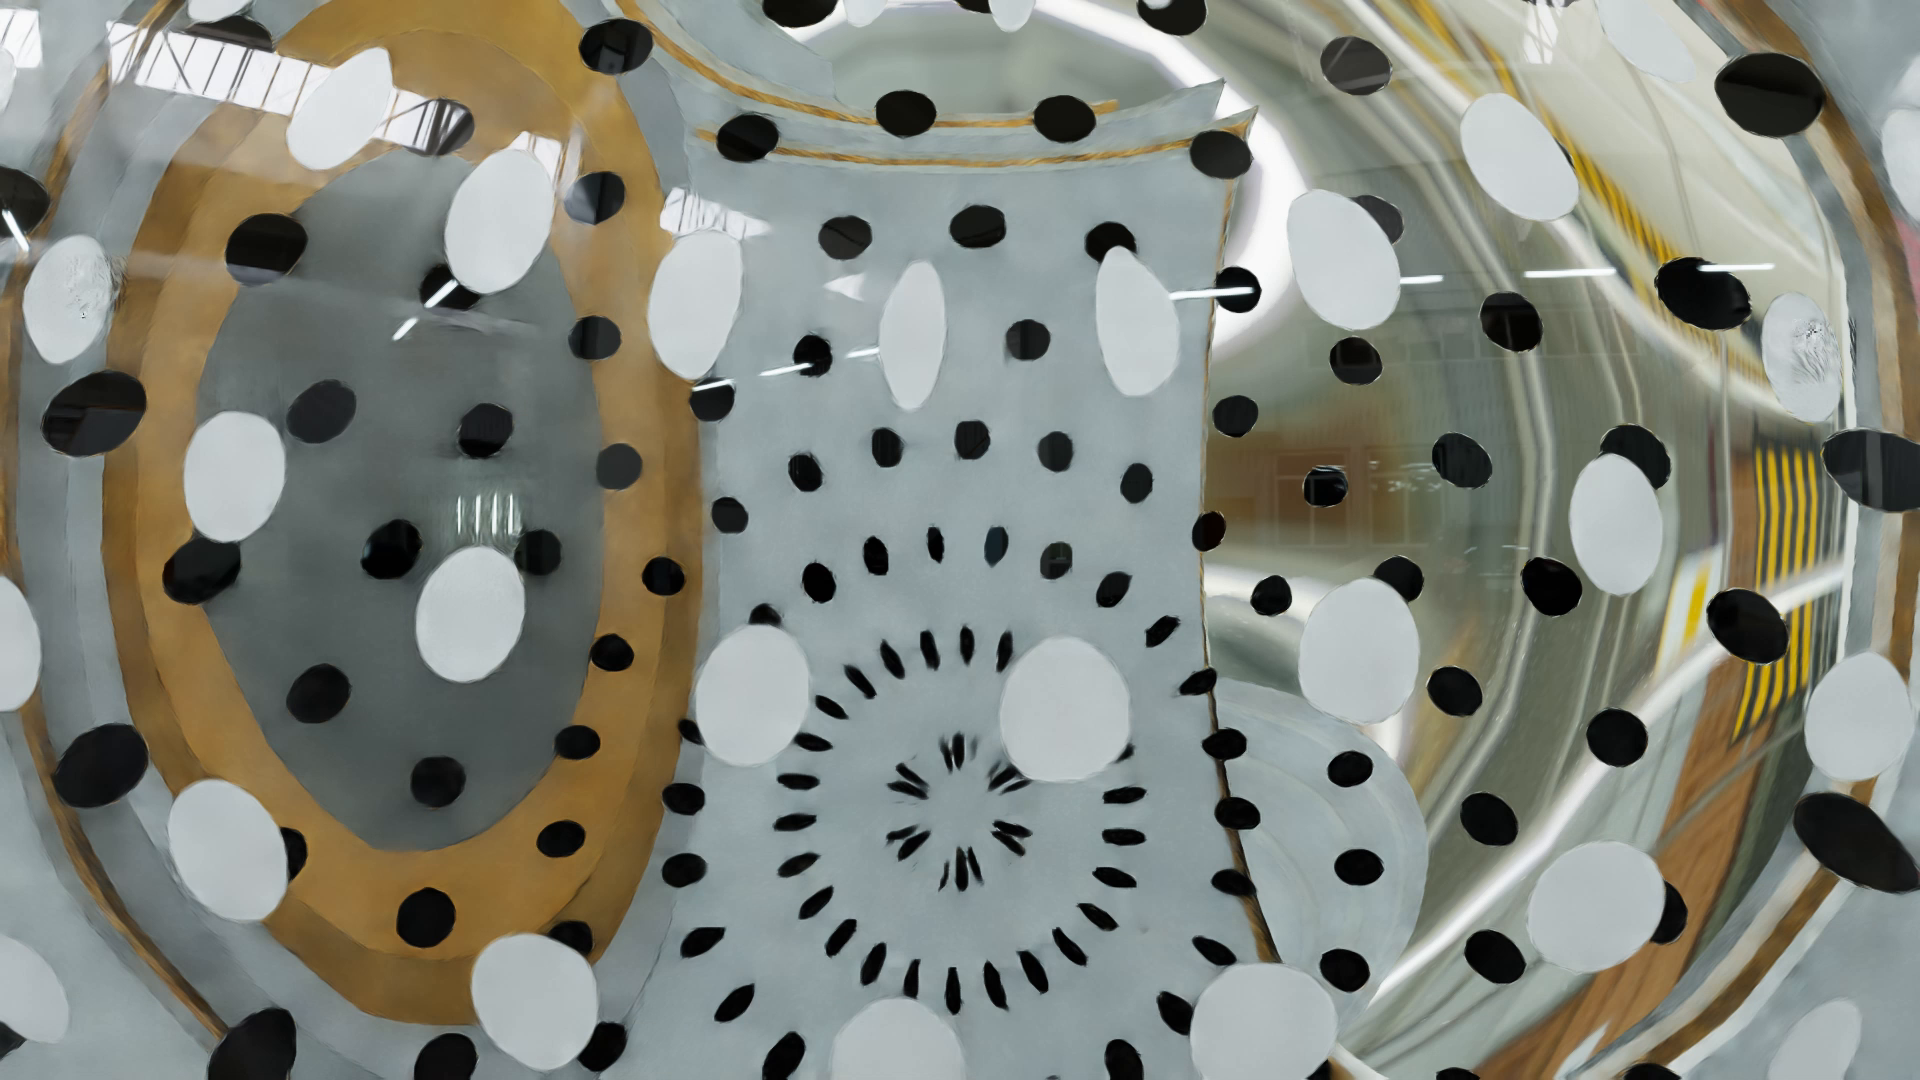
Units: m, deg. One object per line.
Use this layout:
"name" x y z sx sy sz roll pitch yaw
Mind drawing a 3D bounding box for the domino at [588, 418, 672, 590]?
"domino" -0.098 -0.011 0.383 0.009 0.050 0.025 2 5 26

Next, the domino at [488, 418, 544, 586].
"domino" -0.133 -0.012 0.395 0.010 0.050 0.025 1 4 14

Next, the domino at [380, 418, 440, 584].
"domino" -0.169 -0.012 0.400 0.010 0.050 0.025 0 4 2

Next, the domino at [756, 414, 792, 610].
"domino" -0.040 -0.008 0.338 0.025 0.050 0.010 -4 6 -40

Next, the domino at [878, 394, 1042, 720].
"domino" 0.000 0.002 0.201 0.025 0.050 0.010 0 4 0

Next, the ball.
"ball" 0.000 -0.002 0.056 0.080 0.080 0.080 0 4 0

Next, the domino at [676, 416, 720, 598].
"domino" -0.067 -0.010 0.363 0.010 0.050 0.025 3 5 38

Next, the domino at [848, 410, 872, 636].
"domino" -0.012 -0.004 0.291 0.025 0.050 0.009 -2 5 -22

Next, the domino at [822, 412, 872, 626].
"domino" -0.020 -0.006 0.308 0.025 0.050 0.010 -2 5 -28

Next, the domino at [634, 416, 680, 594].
"domino" -0.082 -0.011 0.374 0.010 0.050 0.025 3 5 32

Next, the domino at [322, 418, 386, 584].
"domino" -0.188 -0.012 0.400 0.010 0.050 0.025 0 4 -7

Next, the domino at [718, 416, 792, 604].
"domino" -0.053 -0.009 0.351 0.010 0.050 0.025 4 6 44

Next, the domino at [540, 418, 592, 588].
"domino" -0.115 -0.012 0.390 0.009 0.050 0.025 2 5 20

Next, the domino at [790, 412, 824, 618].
"domino" -0.029 -0.007 0.323 0.025 0.050 0.010 -3 5 -34

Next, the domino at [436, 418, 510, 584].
"domino" -0.151 -0.012 0.399 0.010 0.050 0.025 1 4 8

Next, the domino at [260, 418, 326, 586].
"domino" -0.206 -0.012 0.397 0.010 0.050 0.025 -1 4 -11

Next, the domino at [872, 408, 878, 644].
"domino" -0.006 -0.003 0.274 0.025 0.050 0.010 -1 4 -16

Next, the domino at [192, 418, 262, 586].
"domino" -0.224 -0.012 0.393 0.010 0.050 0.025 -1 4 -11
